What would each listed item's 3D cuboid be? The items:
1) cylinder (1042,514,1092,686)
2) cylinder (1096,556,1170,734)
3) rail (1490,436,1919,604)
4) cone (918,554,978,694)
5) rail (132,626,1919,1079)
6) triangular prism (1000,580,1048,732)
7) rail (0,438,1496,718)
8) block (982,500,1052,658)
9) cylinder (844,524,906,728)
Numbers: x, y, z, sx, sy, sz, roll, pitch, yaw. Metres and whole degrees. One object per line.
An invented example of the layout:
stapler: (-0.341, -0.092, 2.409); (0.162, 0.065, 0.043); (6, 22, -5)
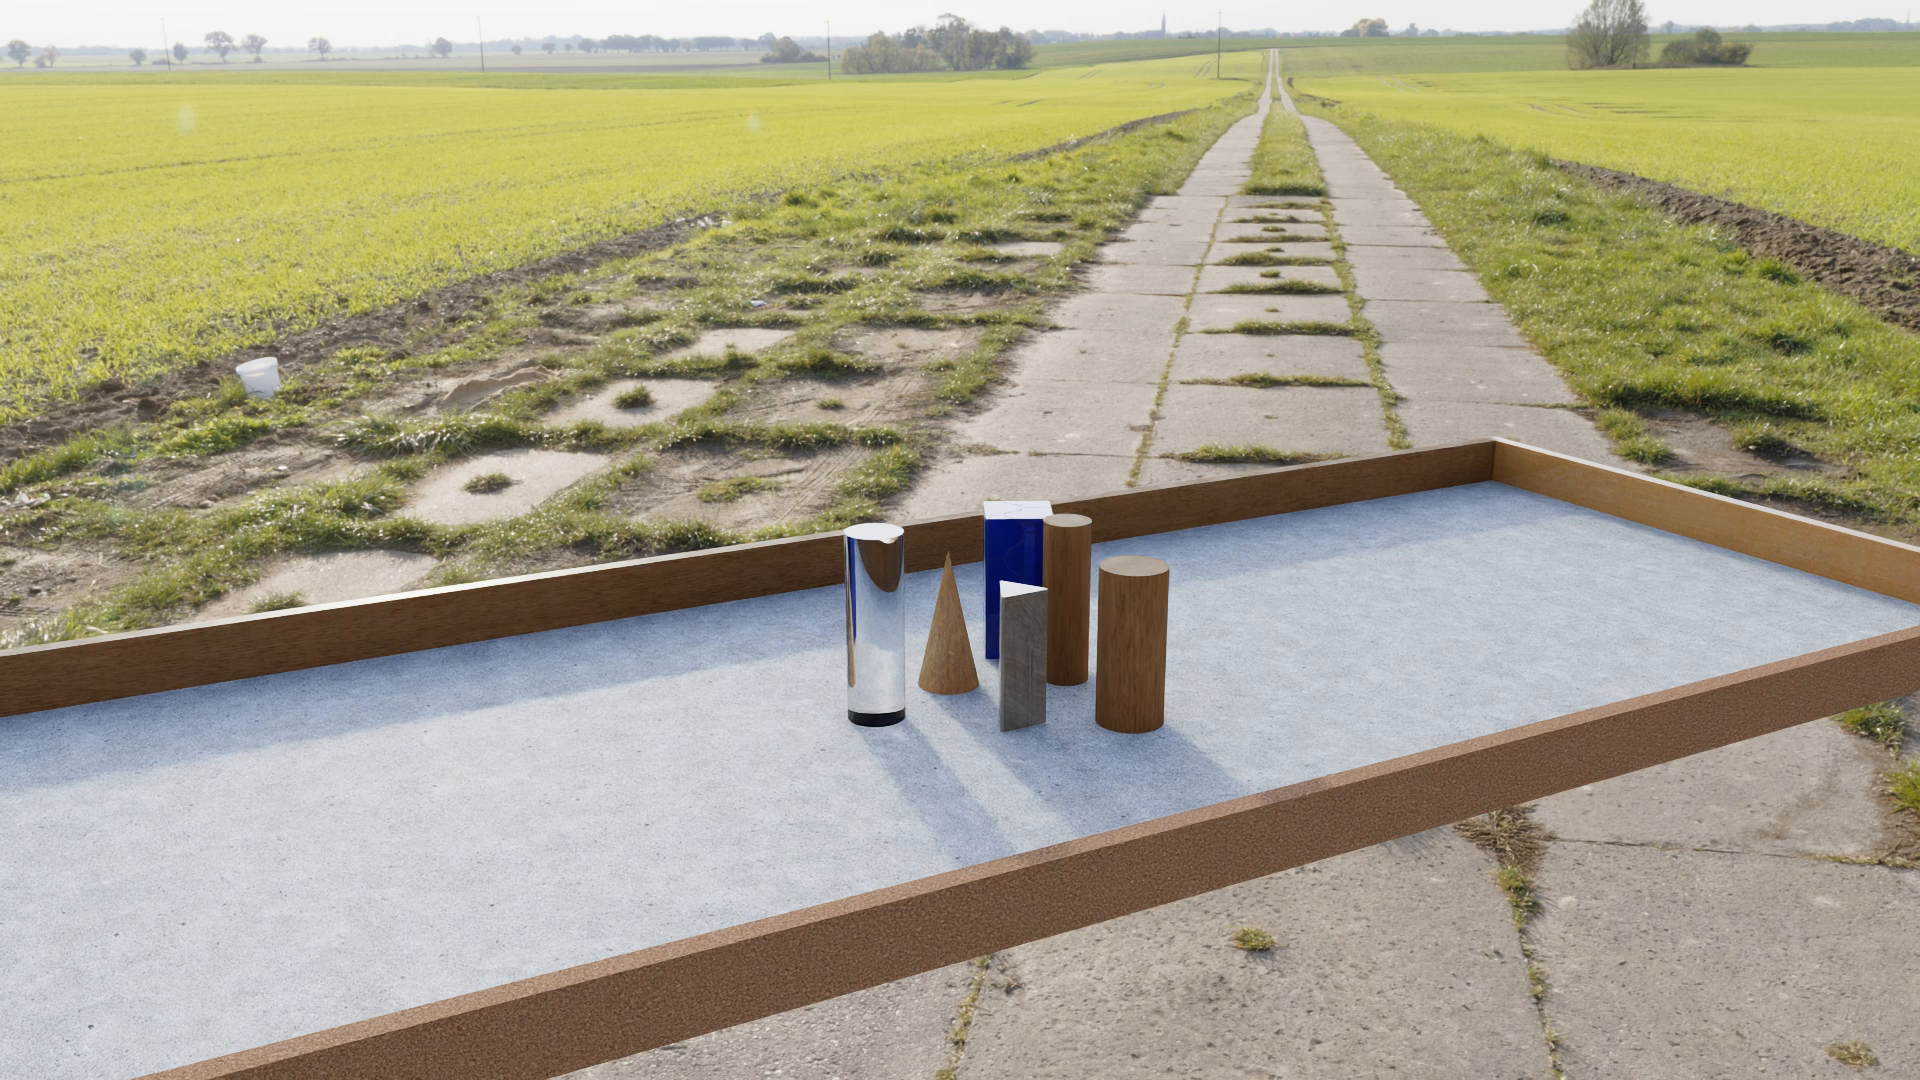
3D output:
cylinder: (0.264, 0.149, 4.114); (0.120, 0.413, 0.120); (0, 16, 0)
cylinder: (0.401, 0.243, 3.850); (0.162, 0.383, 0.162); (0, 16, 0)
rail: (2.466, -0.048, 5.253); (0.050, 0.150, 2.100); (-9, 18, -27)
cone: (-0.029, 0.191, 4.084); (0.154, 0.349, 0.154); (0, 16, 0)
rail: (-2.336, 1.006, 1.665); (12.000, 0.150, 0.050); (-9, 18, -27)
triangular prism: (0.123, 0.267, 3.861); (0.123, 0.330, 0.106); (-10, 19, -29)
rail: (-3.305, 0.497, 3.399); (12.000, 0.150, 0.050); (-9, 18, -27)
block: (0.151, 0.103, 4.332); (0.174, 0.379, 0.174); (0, 16, -1)
cylinder: (-0.199, 0.199, 3.865); (0.138, 0.458, 0.138); (0, 16, 0)
